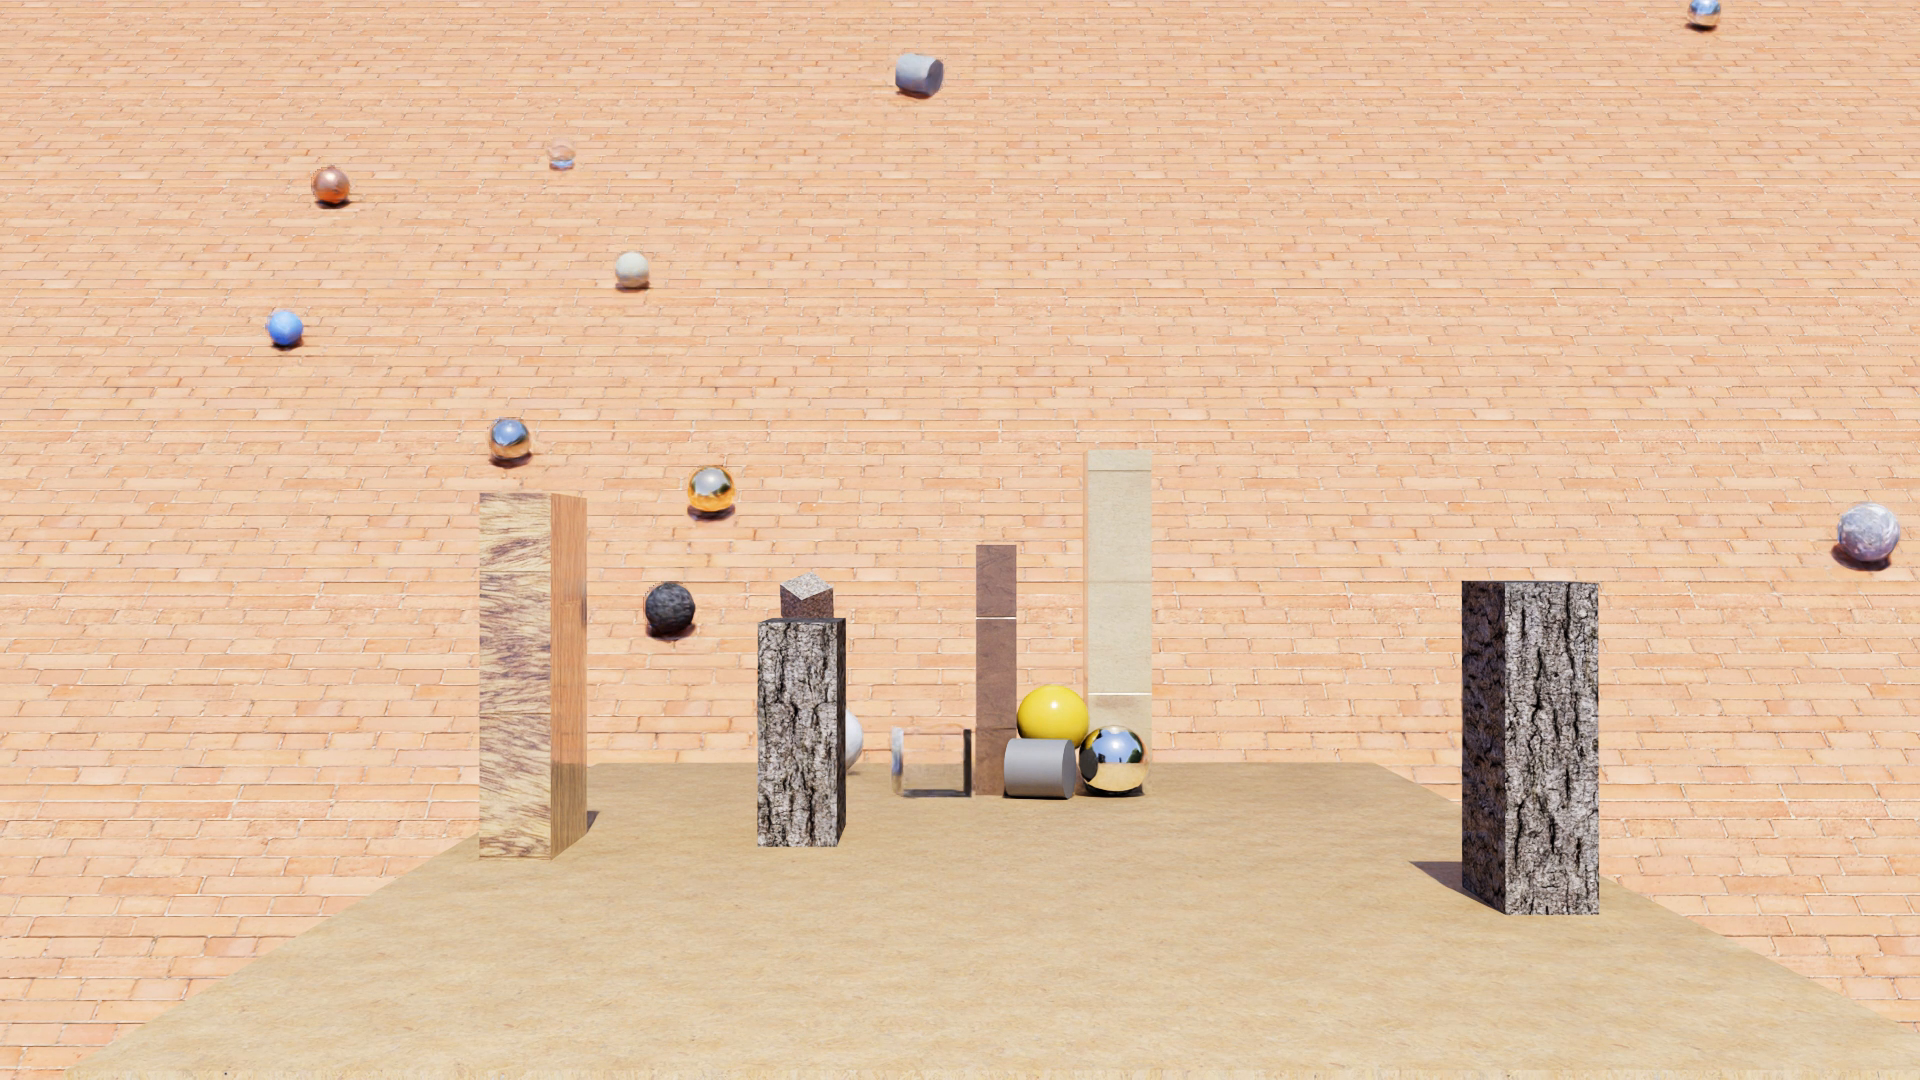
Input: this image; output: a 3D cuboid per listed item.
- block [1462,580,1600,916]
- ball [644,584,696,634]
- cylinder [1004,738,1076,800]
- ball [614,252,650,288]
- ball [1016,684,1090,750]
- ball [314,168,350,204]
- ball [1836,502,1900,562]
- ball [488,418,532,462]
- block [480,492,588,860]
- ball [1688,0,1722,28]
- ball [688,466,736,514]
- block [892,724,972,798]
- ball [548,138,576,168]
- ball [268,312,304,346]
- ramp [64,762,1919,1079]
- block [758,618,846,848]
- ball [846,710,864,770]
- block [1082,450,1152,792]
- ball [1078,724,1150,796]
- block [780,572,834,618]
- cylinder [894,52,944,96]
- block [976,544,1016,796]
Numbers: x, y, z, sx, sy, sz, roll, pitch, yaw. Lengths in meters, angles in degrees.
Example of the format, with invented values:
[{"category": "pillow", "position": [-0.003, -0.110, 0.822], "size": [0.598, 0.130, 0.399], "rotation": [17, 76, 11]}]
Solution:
[{"category": "block", "position": [0.879, 0.311, 4.010], "size": [0.139, 0.493, 0.332], "rotation": [0, 0, 0]}, {"category": "ball", "position": [-0.823, 0.194, 7.345], "size": [0.143, 0.143, 0.143], "rotation": [0, 31, 0]}, {"category": "cylinder", "position": [0.177, 0.503, 5.697], "size": [0.130, 0.130, 0.130], "rotation": [0, 30, 17]}, {"category": "ball", "position": [-1.177, -0.970, 9.303], "size": [0.129, 0.129, 0.129], "rotation": [0, 31, 0]}, {"category": "ball", "position": [0.208, 0.406, 5.803], "size": [0.164, 0.164, 0.164], "rotation": [0, 31, 0]}, {"category": "ball", "position": [-2.412, -1.357, 9.939], "size": [0.138, 0.138, 0.138], "rotation": [0, 31, 0]}, {"category": "ball", "position": [2.692, -0.022, 7.674], "size": [0.176, 0.176, 0.176], "rotation": [0, 31, 0]}, {"category": "ball", "position": [-1.426, -0.317, 8.205], "size": [0.137, 0.137, 0.137], "rotation": [0, 31, 0]}, {"category": "block", "position": [-0.779, 0.241, 4.752], "size": [0.125, 0.644, 0.443], "rotation": [0, 0, 0]}, {"category": "ball", "position": [3.342, -2.371, 11.620], "size": [0.149, 0.149, 0.149], "rotation": [0, 31, 0]}, {"category": "ball", "position": [-0.760, -0.151, 7.917], "size": [0.148, 0.148, 0.148], "rotation": [0, 31, 0]}, {"category": "block", "position": [-0.065, 0.492, 5.777], "size": [0.152, 0.152, 0.152], "rotation": [0, 0, -11]}, {"category": "ball", "position": [-1.578, -1.534, 10.259], "size": [0.111, 0.111, 0.111], "rotation": [0, 31, 0]}, {"category": "ball", "position": [-2.320, -0.727, 8.908], "size": [0.117, 0.117, 0.117], "rotation": [0, 31, 0]}, {"category": "ramp", "position": [0.069, 0.612, 4.684], "size": [2.000, 0.100, 4.000], "rotation": [0, 0, 0]}, {"category": "block", "position": [-0.299, 0.358, 4.941], "size": [0.145, 0.411, 0.393], "rotation": [0, 0, 0]}, {"category": "ball", "position": [-0.320, 0.485, 6.294], "size": [0.173, 0.173, 0.173], "rotation": [0, 31, 0]}, {"category": "block", "position": [0.360, 0.183, 5.947], "size": [0.143, 0.772, 0.246], "rotation": [0, 0, 0]}, {"category": "ball", "position": [0.341, 0.488, 5.743], "size": [0.159, 0.159, 0.159], "rotation": [0, 31, 0]}, {"category": "block", "position": [-0.438, 0.176, 7.408], "size": [0.109, 0.109, 0.109], "rotation": [-22, 37, -32]}, {"category": "cylinder", "position": [-0.172, -1.968, 10.938], "size": [0.153, 0.153, 0.153], "rotation": [18, 35, 25]}, {"category": "block", "position": [0.081, 0.290, 5.937], "size": [0.090, 0.558, 0.361], "rotation": [0, 0, 0]}]
